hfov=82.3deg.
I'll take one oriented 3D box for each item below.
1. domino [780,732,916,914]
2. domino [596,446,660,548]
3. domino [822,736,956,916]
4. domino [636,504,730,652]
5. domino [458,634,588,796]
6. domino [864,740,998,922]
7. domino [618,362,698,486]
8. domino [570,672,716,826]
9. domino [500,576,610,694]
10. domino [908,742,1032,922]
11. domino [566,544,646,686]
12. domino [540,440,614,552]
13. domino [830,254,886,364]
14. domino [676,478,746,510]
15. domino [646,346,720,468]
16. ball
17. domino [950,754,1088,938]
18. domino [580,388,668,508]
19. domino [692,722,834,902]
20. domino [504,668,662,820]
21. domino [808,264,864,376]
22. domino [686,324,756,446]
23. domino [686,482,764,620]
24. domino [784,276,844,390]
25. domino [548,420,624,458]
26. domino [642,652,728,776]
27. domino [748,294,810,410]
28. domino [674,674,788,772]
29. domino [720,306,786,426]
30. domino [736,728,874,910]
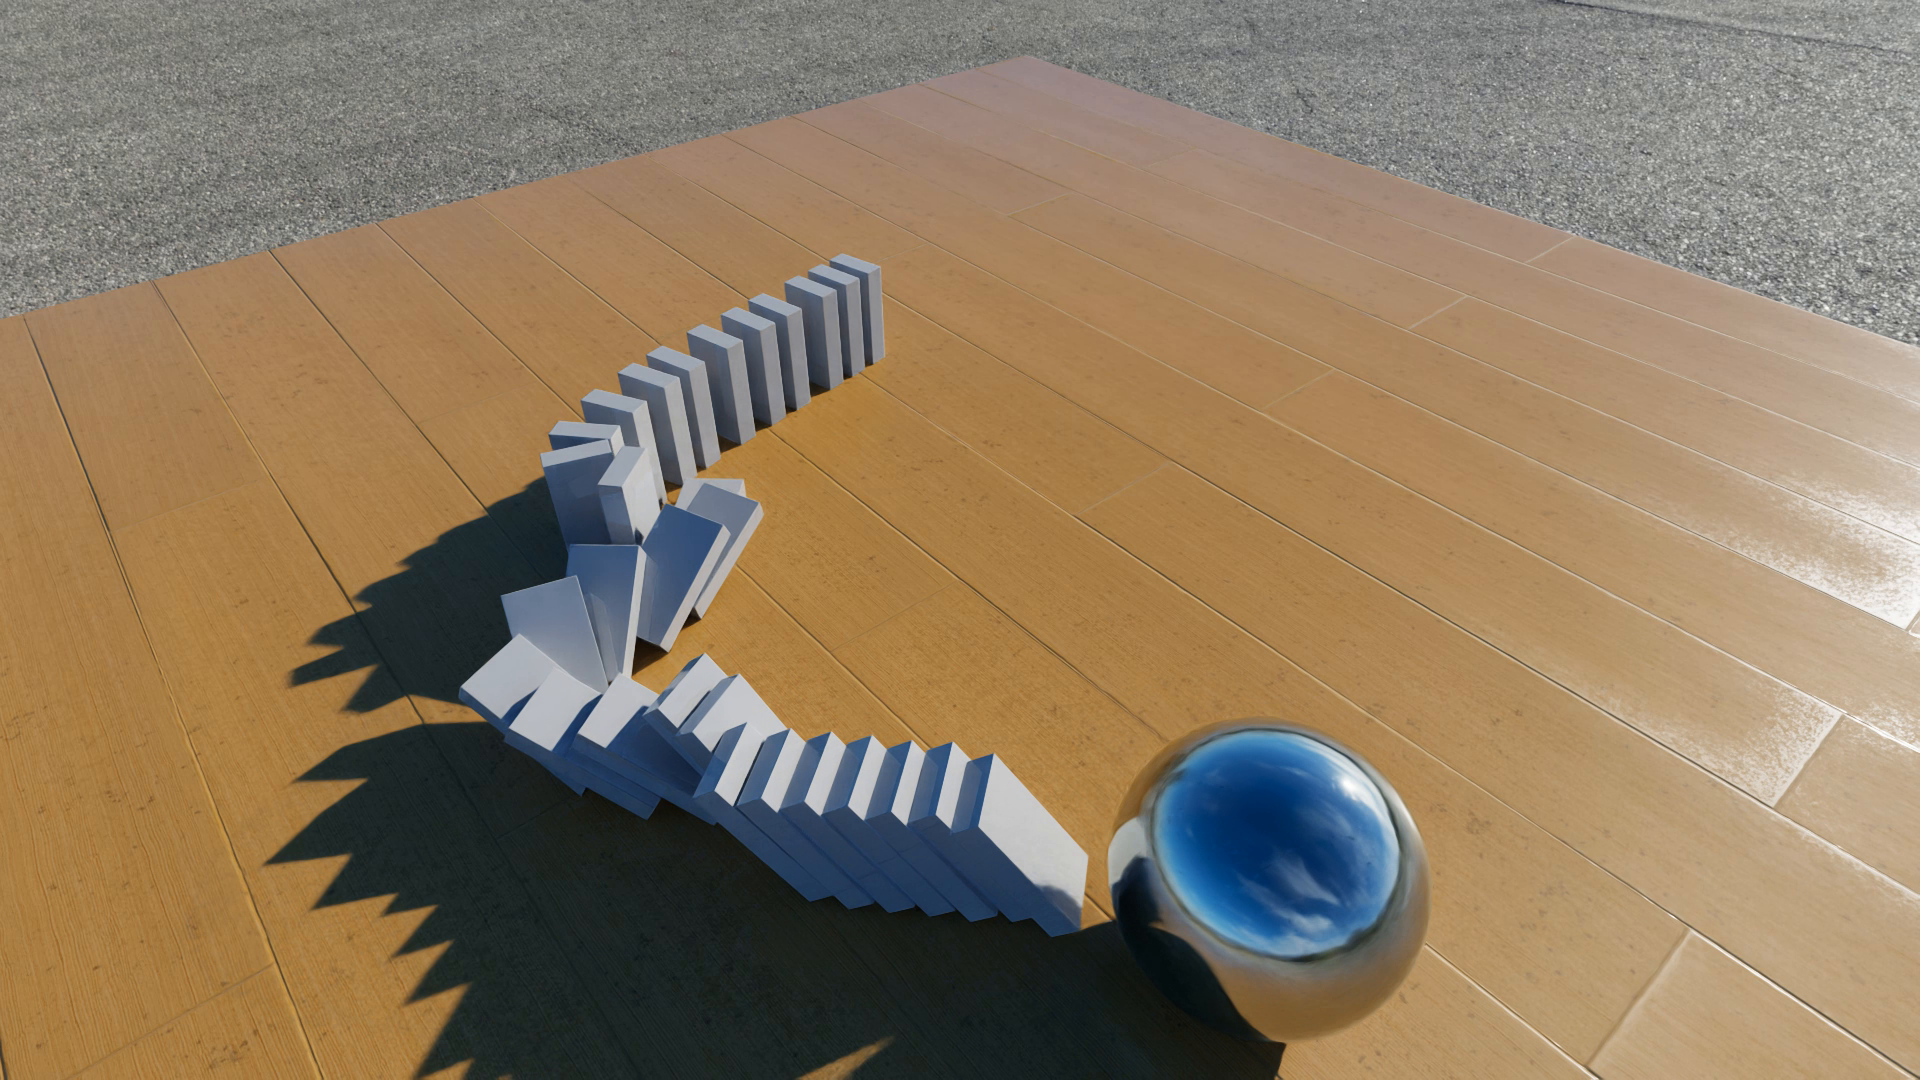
[{"bbox_3d":[-0.029,0.081,0.315,0.009,0.050,0.025,-24,29,30],"label":"domino"},{"bbox_3d":[-0.125,-0.008,0.421,0.010,0.050,0.025,5,40,6],"label":"domino"},{"bbox_3d":[-0.017,0.082,0.314,0.010,0.050,0.025,-24,29,30],"label":"domino"},{"bbox_3d":[-0.108,0.014,0.407,0.025,0.009,0.050,20,72,13],"label":"domino"},{"bbox_3d":[-0.132,0.056,0.354,0.050,0.010,0.025,39,51,-1],"label":"domino"},{"bbox_3d":[-0.005,0.083,0.313,0.010,0.050,0.025,-24,29,29],"label":"domino"},{"bbox_3d":[-0.129,-0.049,0.471,0.025,0.050,0.009,19,43,22],"label":"domino"},{"bbox_3d":[-0.092,0.065,0.345,0.050,0.010,0.025,32,44,-8],"label":"domino"},{"bbox_3d":[-0.135,0.040,0.372,0.025,0.009,0.050,-16,80,-18],"label":"domino"},{"bbox_3d":[0.006,0.083,0.313,0.009,0.050,0.025,-24,30,29],"label":"domino"},{"bbox_3d":[-0.128,0.027,0.392,0.025,0.010,0.050,1,69,1],"label":"domino"},{"bbox_3d":[-0.144,-0.013,0.428,0.025,0.050,0.009,-15,42,-18],"label":"domino"},{"bbox_3d":[-0.051,-0.116,0.553,0.025,0.050,0.009,25,46,28],"label":"domino"},{"bbox_3d":[-0.105,-0.007,0.451,0.025,0.010,0.050,1,39,1],"label":"domino"},{"bbox_3d":[-0.121,-0.058,0.482,0.025,0.050,0.010,23,44,25],"label":"domino"},{"bbox_3d":[0.078,0.086,0.283,0.080,0.080,0.080,0,39,0],"label":"ball"},{"bbox_3d":[0.018,0.086,0.309,0.010,0.050,0.025,-24,29,29],"label":"domino"},{"bbox_3d":[-0.139,-0.036,0.456,0.025,0.050,0.010,15,42,17],"label":"domino"},{"bbox_3d":[-0.052,0.079,0.319,0.010,0.050,0.025,-25,28,31],"label":"domino"},{"bbox_3d":[-0.113,0.064,0.346,0.050,0.010,0.025,32,45,-8],"label":"domino"},{"bbox_3d":[-0.061,-0.108,0.543,0.025,0.050,0.010,26,46,29],"label":"domino"},{"bbox_3d":[-0.108,-0.070,0.497,0.025,0.050,0.009,25,45,27],"label":"domino"},{"bbox_3d":[-0.099,0.004,0.424,0.025,0.009,0.050,20,62,13],"label":"domino"},{"bbox_3d":[-0.071,-0.100,0.534,0.025,0.050,0.010,27,46,29],"label":"domino"},{"bbox_3d":[-0.145,-0.023,0.440,0.025,0.050,0.009,5,40,6],"label":"domino"},{"bbox_3d":[-0.071,0.062,0.341,0.009,0.050,0.025,-27,20,41],"label":"domino"},{"bbox_3d":[-0.085,-0.089,0.520,0.025,0.050,0.009,26,46,28],"label":"domino"},{"bbox_3d":[-0.061,0.068,0.332,0.009,0.050,0.025,-21,24,39],"label":"domino"},{"bbox_3d":[-0.095,-0.080,0.509,0.025,0.050,0.009,26,46,28],"label":"domino"},{"bbox_3d":[-0.040,0.080,0.316,0.010,0.050,0.025,-23,29,30],"label":"domino"}]
